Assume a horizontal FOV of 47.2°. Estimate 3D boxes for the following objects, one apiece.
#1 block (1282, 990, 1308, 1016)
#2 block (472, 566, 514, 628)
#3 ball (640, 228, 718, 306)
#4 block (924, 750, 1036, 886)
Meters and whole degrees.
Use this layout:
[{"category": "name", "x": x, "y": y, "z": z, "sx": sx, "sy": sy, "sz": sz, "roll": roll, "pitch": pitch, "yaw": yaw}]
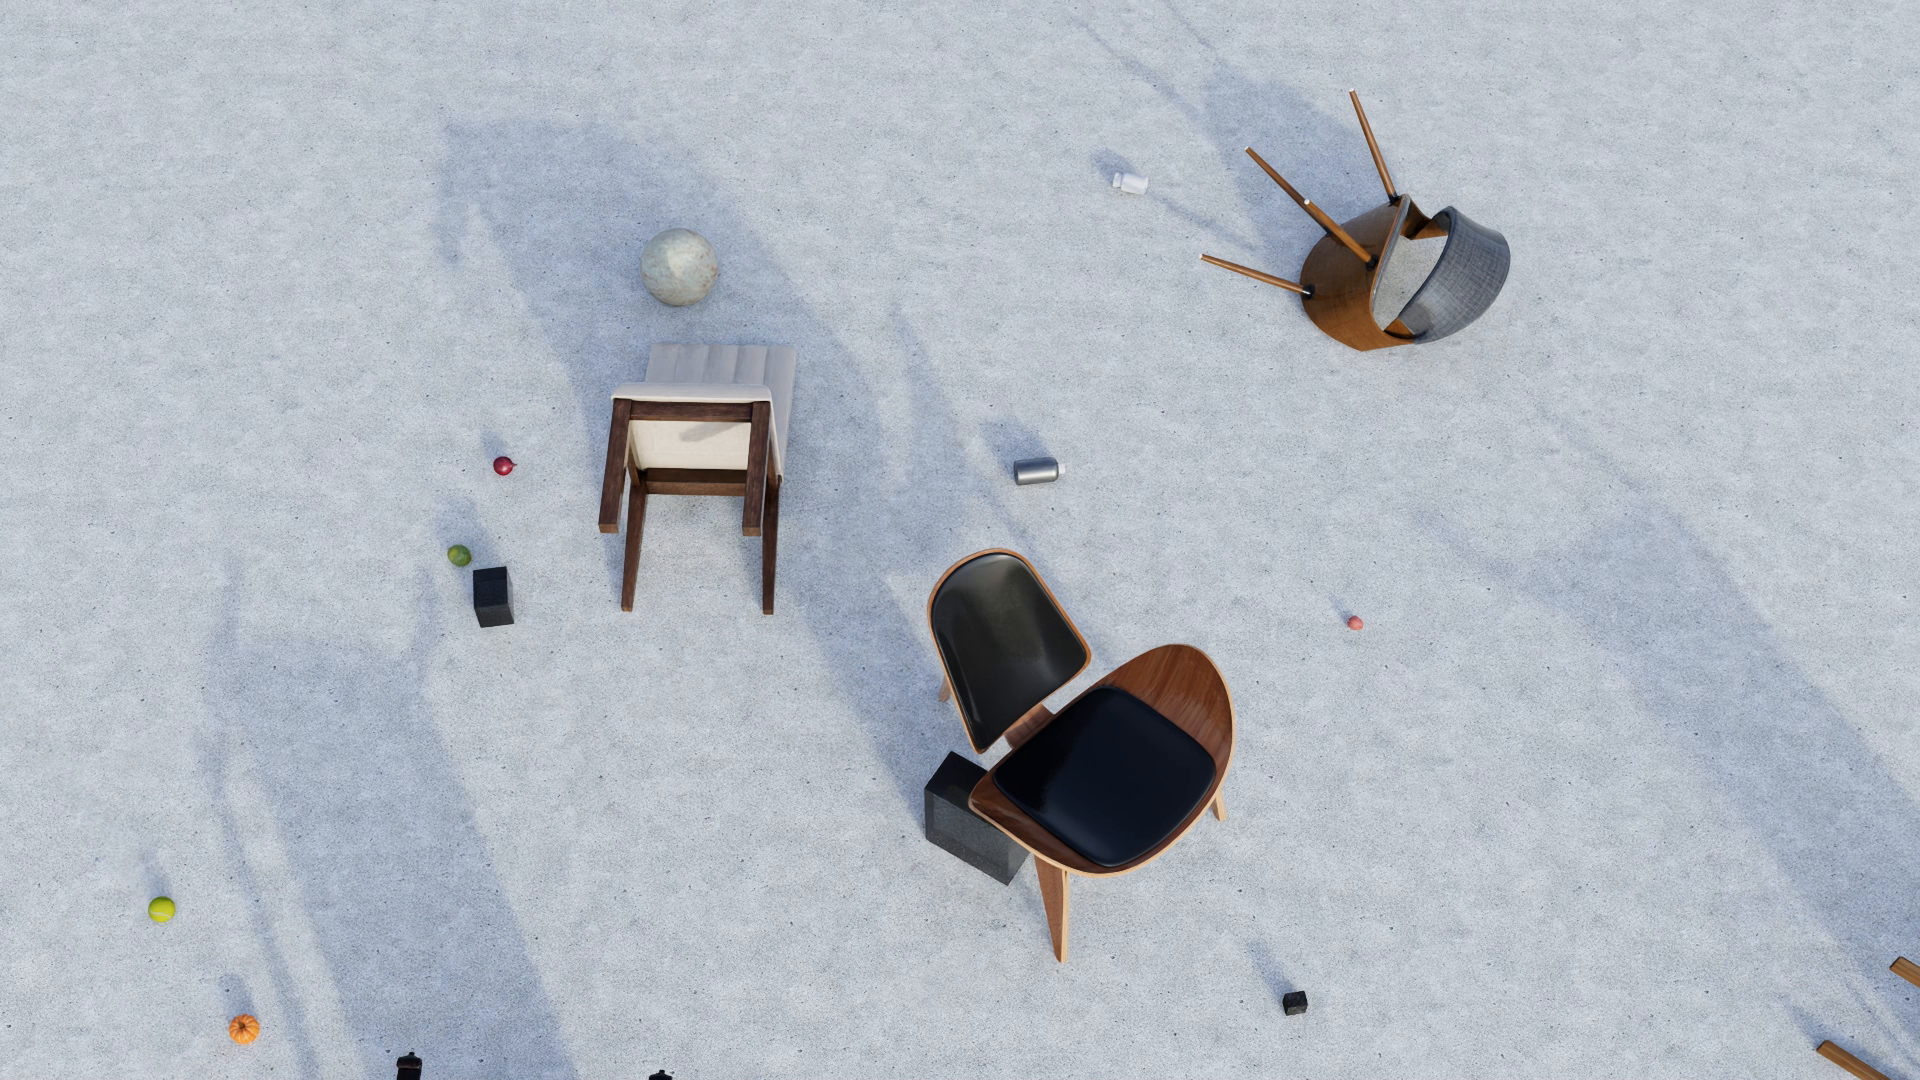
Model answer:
[{"category": "block", "x": 0.873, "y": 1.207, "z": 5.729, "sx": 0.052, "sy": 0.058, "sz": 0.039, "roll": -8, "pitch": 57, "yaw": -5}, {"category": "block", "x": -1.356, "y": 0.166, "z": 6.396, "sx": 0.098, "sy": 0.110, "sz": 0.131, "roll": -7, "pitch": 56, "yaw": -5}, {"category": "ball", "x": -0.894, "y": -0.869, "z": 7.007, "sx": 0.249, "sy": 0.249, "sz": 0.249, "roll": 0, "pitch": 56, "yaw": 0}, {"category": "block", "x": 0.053, "y": 0.747, "z": 5.890, "sx": 0.264, "sy": 0.302, "sz": 0.133, "roll": 28, "pitch": 60, "yaw": 17}]
